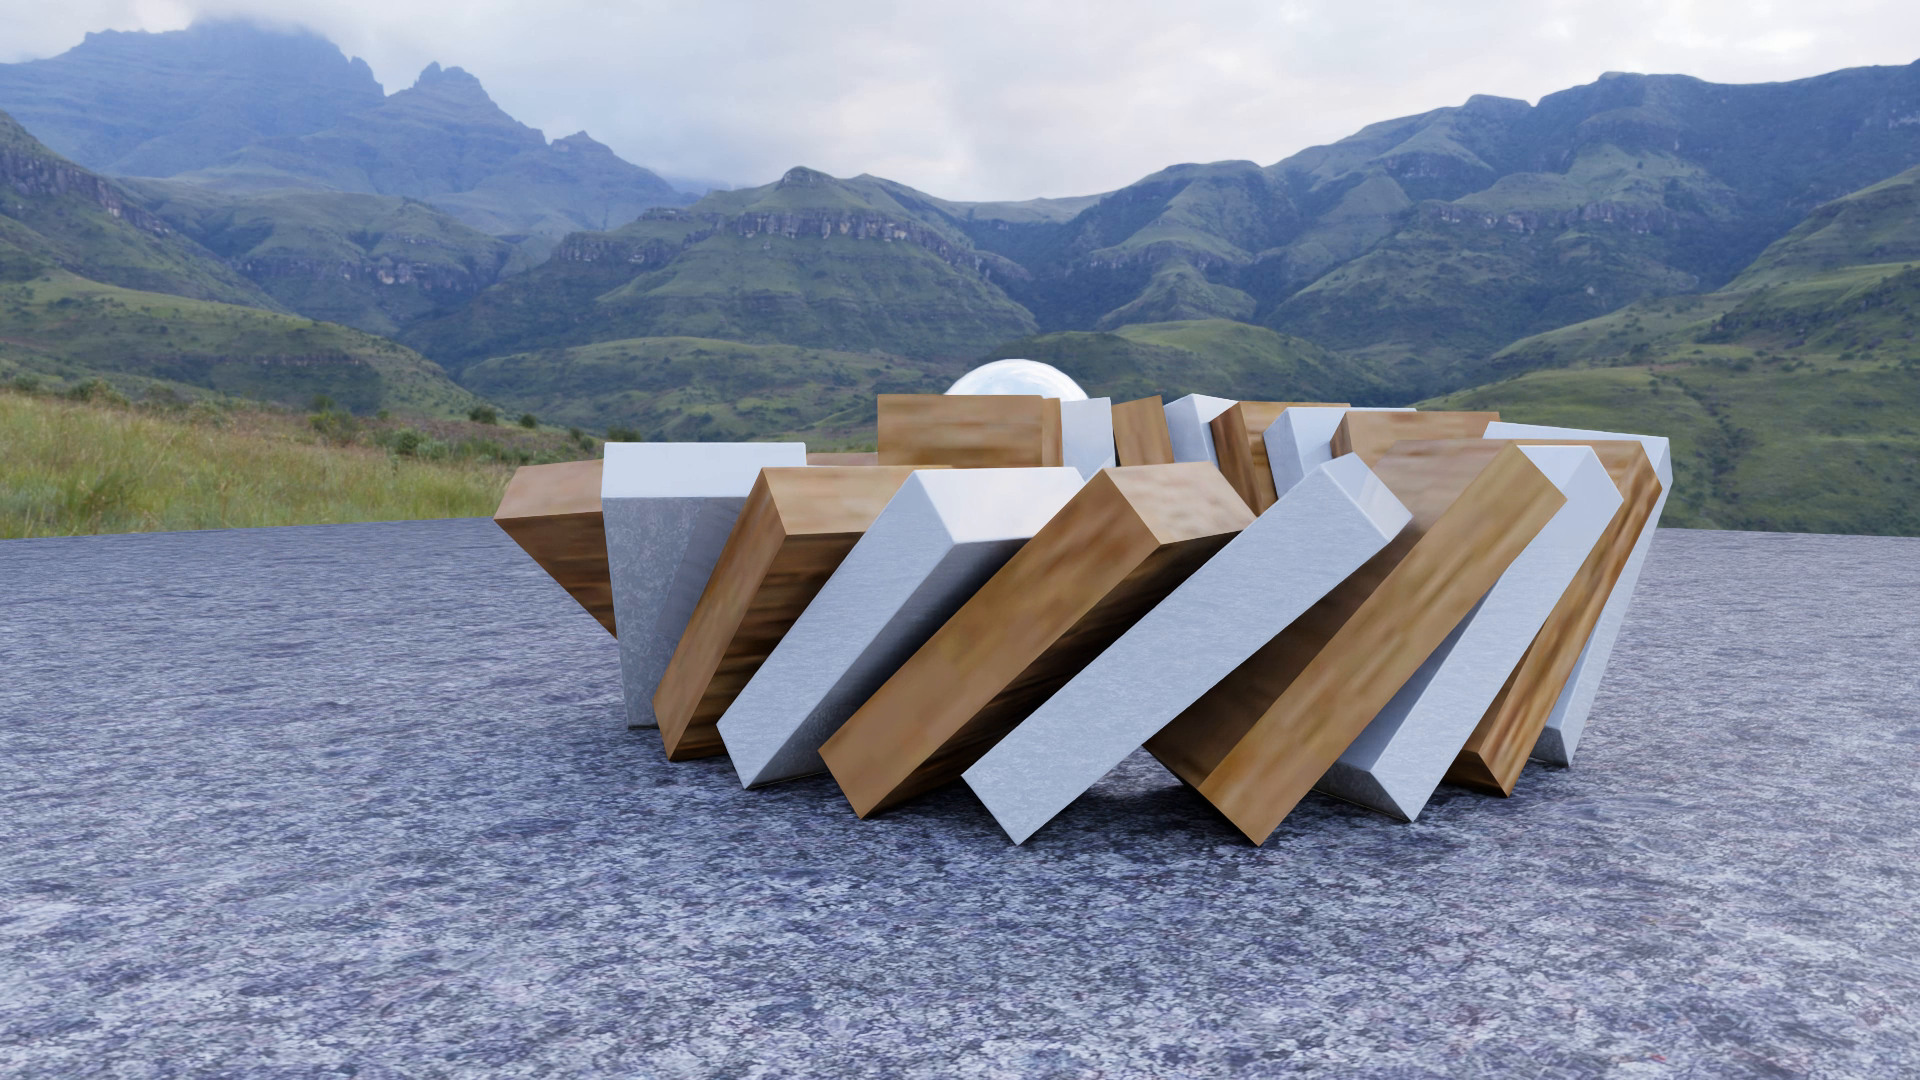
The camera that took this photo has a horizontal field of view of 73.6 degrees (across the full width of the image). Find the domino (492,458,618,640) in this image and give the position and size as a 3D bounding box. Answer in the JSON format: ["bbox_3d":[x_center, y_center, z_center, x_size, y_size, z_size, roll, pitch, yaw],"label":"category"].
[{"bbox_3d":[-0.045,0.007,0.197,0.025,0.009,0.050,-3,-37,23],"label":"domino"}]

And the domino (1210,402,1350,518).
[{"bbox_3d":[0.063,0.000,0.229,0.025,0.050,0.009,-2,-17,-25],"label":"domino"}]

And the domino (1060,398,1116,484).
[{"bbox_3d":[0.021,-0.001,0.238,0.010,0.050,0.025,-7,6,-13],"label":"domino"}]

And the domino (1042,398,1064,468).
[{"bbox_3d":[0.007,0.000,0.232,0.009,0.050,0.025,-8,8,-36],"label":"domino"}]

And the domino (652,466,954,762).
[{"bbox_3d":[-0.020,0.010,0.164,0.025,0.010,0.050,-3,-36,-33],"label":"domino"}]

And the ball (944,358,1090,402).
[{"bbox_3d":[0.025,-0.040,0.570,0.080,0.080,0.080,0,4,0],"label":"ball"}]

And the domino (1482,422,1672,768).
[{"bbox_3d":[0.081,0.006,0.184,0.025,0.050,0.010,11,-31,40],"label":"domino"}]

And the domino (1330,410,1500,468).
[{"bbox_3d":[0.075,0.003,0.202,0.025,0.050,0.009,0,-27,-1],"label":"domino"}]

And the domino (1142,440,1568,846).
[{"bbox_3d":[0.043,0.010,0.148,0.009,0.050,0.025,43,-3,-9],"label":"domino"}]

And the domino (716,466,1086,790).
[{"bbox_3d":[-0.007,0.011,0.154,0.025,0.009,0.050,-4,-35,-43],"label":"domino"}]

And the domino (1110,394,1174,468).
[{"bbox_3d":[0.035,-0.001,0.240,0.009,0.050,0.025,-13,4,-2],"label":"domino"}]

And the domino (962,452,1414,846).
[{"bbox_3d":[0.025,0.011,0.139,0.050,0.009,0.025,-44,-12,22],"label":"domino"}]

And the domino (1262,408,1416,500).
[{"bbox_3d":[0.070,0.002,0.216,0.025,0.050,0.010,-1,-23,-15],"label":"domino"}]

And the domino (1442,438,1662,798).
[{"bbox_3d":[0.070,0.008,0.171,0.025,0.050,0.009,7,-35,53],"label":"domino"}]

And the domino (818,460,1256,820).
[{"bbox_3d":[0.008,0.011,0.145,0.050,0.009,0.025,-46,-21,29],"label":"domino"}]

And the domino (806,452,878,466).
[{"bbox_3d":[-0.010,0.003,0.252,0.025,0.010,0.050,3,-37,37],"label":"domino"}]

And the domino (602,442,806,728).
[{"bbox_3d":[-0.035,0.008,0.179,0.025,0.050,0.010,-1,48,-10],"label":"domino"}]

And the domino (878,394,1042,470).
[{"bbox_3d":[0.000,0.002,0.201,0.025,0.050,0.009,0,4,0],"label":"domino"}]

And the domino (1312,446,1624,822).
[{"bbox_3d":[0.058,0.009,0.160,0.010,0.050,0.025,47,-18,-23],"label":"domino"}]

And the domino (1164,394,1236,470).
[{"bbox_3d":[0.052,-0.001,0.241,0.009,0.050,0.025,-22,-14,38],"label":"domino"}]
